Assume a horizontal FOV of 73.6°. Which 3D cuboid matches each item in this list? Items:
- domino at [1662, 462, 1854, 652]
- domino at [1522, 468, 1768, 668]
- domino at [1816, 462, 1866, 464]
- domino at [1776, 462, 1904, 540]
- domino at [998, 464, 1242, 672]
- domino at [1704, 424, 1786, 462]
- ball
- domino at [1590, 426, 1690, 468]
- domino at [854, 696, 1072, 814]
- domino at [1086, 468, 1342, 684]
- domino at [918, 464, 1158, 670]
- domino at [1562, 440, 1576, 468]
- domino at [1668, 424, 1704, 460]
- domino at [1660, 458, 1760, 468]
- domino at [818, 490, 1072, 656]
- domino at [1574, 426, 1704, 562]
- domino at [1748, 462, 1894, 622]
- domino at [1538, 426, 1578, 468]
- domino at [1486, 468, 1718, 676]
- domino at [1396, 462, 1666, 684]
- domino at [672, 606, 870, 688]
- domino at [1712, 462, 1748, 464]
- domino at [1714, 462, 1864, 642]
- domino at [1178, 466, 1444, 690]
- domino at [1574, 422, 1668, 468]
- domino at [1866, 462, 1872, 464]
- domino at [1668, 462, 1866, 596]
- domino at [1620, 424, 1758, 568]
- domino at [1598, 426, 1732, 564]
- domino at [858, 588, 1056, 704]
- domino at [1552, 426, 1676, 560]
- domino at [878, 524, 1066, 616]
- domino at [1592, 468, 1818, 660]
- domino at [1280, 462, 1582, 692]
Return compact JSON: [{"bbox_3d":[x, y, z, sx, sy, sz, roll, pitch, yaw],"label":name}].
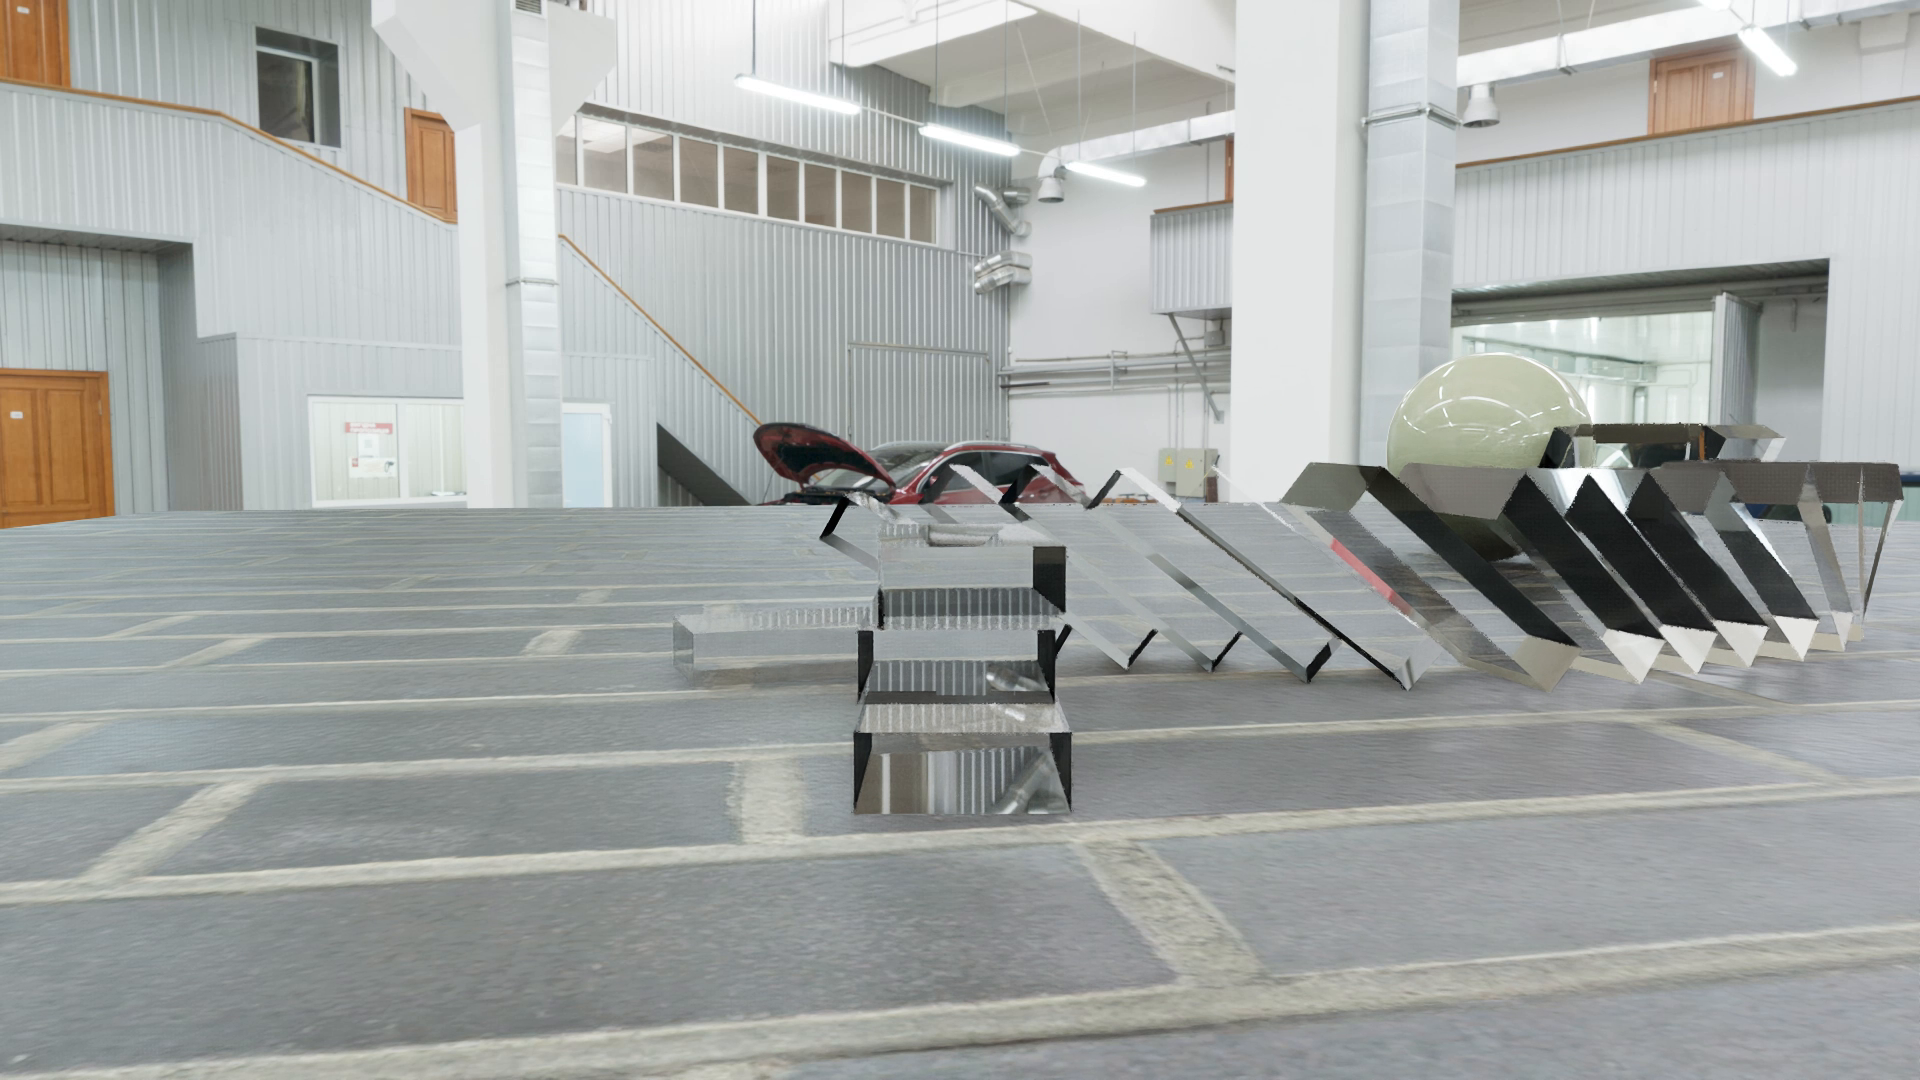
[{"bbox_3d":[0.161,0.004,0.259,0.025,0.010,0.050,5,-33,47],"label":"domino"},{"bbox_3d":[0.129,0.005,0.245,0.050,0.009,0.025,40,-15,-25],"label":"domino"},{"bbox_3d":[0.203,0.000,0.311,0.025,0.009,0.050,2,-33,16],"label":"domino"},{"bbox_3d":[0.196,0.001,0.296,0.025,0.009,0.050,2,-33,22],"label":"domino"},{"bbox_3d":[0.032,0.005,0.248,0.050,0.010,0.025,39,9,9],"label":"domino"},{"bbox_3d":[0.250,-0.014,0.427,0.025,0.050,0.010,-1,32,-17],"label":"domino"},{"bbox_3d":[0.217,-0.037,0.527,0.080,0.080,0.080,0,4,0],"label":"ball"},{"bbox_3d":[0.209,-0.011,0.397,0.025,0.050,0.009,1,36,21],"label":"domino"},{"bbox_3d":[0.000,0.025,0.172,0.025,0.010,0.050,0,4,0],"label":"domino"},{"bbox_3d":[0.048,0.005,0.242,0.050,0.009,0.025,39,12,9],"label":"domino"},{"bbox_3d":[0.016,0.004,0.252,0.050,0.009,0.025,38,8,6],"label":"domino"},{"bbox_3d":[0.234,-0.018,0.478,0.025,0.050,0.009,-1,31,-18],"label":"domino"},{"bbox_3d":[0.227,-0.013,0.416,0.025,0.050,0.010,3,32,37],"label":"domino"},{"bbox_3d":[0.211,-0.005,0.375,0.025,0.009,0.050,-2,-33,6],"label":"domino"},{"bbox_3d":[-0.002,0.007,0.254,0.050,0.010,0.025,29,5,1],"label":"domino"},{"bbox_3d":[0.242,-0.016,0.458,0.025,0.050,0.010,-1,31,-18],"label":"domino"},{"bbox_3d":[0.186,0.002,0.282,0.025,0.010,0.050,3,-33,29],"label":"domino"},{"bbox_3d":[0.230,-0.018,0.488,0.025,0.050,0.010,-1,31,-18],"label":"domino"},{"bbox_3d":[0.115,0.006,0.237,0.050,0.010,0.025,40,-14,-26],"label":"domino"},{"bbox_3d":[0.100,0.006,0.228,0.050,0.009,0.025,40,-11,-26],"label":"domino"},{"bbox_3d":[-0.028,0.020,0.245,0.050,0.009,0.025,-2,5,-21],"label":"domino"},{"bbox_3d":[0.214,-0.003,0.360,0.025,0.009,0.050,0,-33,3],"label":"domino"},{"bbox_3d":[0.174,0.003,0.270,0.025,0.009,0.050,3,-33,38],"label":"domino"},{"bbox_3d":[0.063,0.006,0.235,0.050,0.009,0.025,39,10,6],"label":"domino"},{"bbox_3d":[0.214,-0.013,0.413,0.025,0.050,0.009,3,32,37],"label":"domino"},{"bbox_3d":[0.209,-0.001,0.327,0.025,0.010,0.050,1,-33,11],"label":"domino"},{"bbox_3d":[0.214,-0.002,0.343,0.025,0.010,0.050,1,-33,3],"label":"domino"},{"bbox_3d":[0.248,-0.015,0.438,0.025,0.050,0.010,-1,32,-17],"label":"domino"},{"bbox_3d":[0.245,-0.015,0.448,0.025,0.050,0.010,-1,32,-17],"label":"domino"},{"bbox_3d":[-0.001,0.014,0.187,0.025,0.010,0.050,0,4,0],"label":"domino"},{"bbox_3d":[0.238,-0.017,0.468,0.025,0.050,0.009,-1,31,-18],"label":"domino"},{"bbox_3d":[0.000,0.004,0.200,0.025,0.010,0.050,0,4,-5],"label":"domino"},{"bbox_3d":[0.144,0.005,0.251,0.050,0.009,0.025,41,-18,-28],"label":"domino"},{"bbox_3d":[0.082,0.006,0.226,0.050,0.010,0.025,39,-3,-13],"label":"domino"}]
